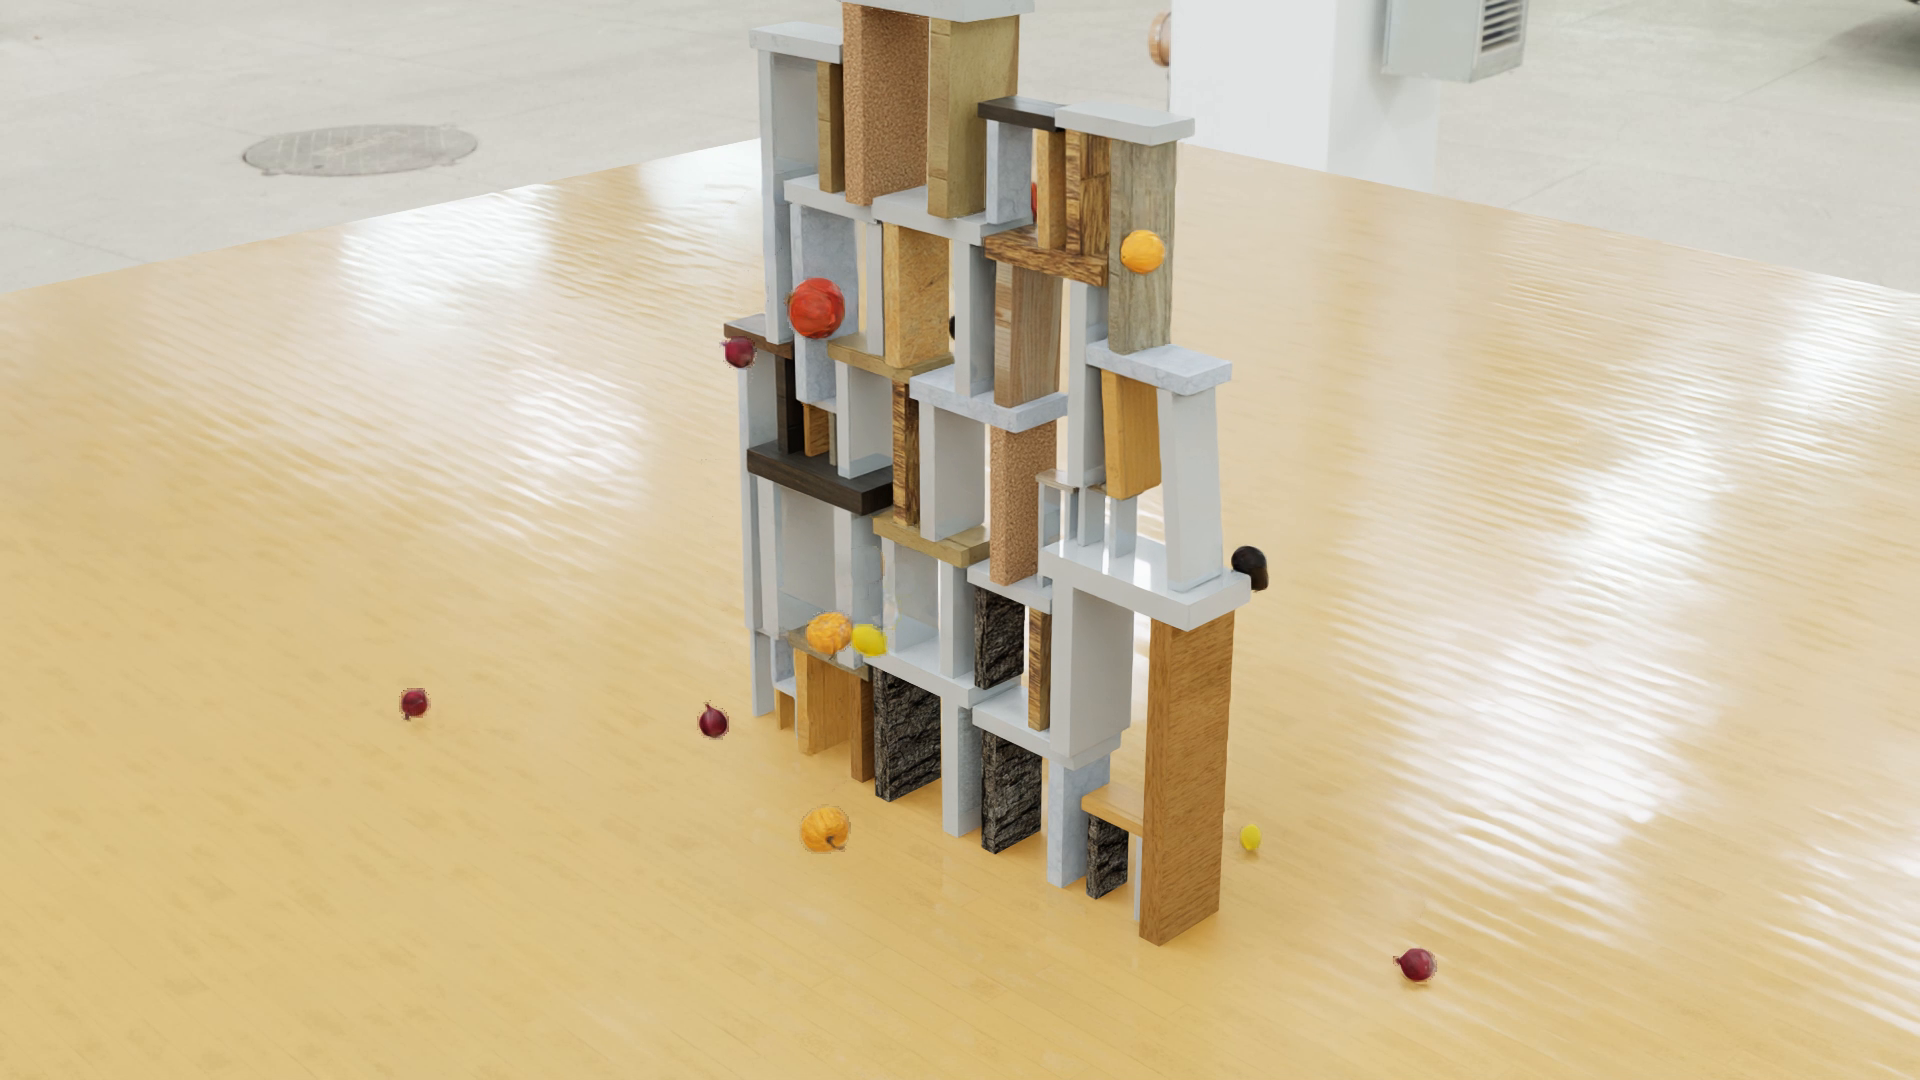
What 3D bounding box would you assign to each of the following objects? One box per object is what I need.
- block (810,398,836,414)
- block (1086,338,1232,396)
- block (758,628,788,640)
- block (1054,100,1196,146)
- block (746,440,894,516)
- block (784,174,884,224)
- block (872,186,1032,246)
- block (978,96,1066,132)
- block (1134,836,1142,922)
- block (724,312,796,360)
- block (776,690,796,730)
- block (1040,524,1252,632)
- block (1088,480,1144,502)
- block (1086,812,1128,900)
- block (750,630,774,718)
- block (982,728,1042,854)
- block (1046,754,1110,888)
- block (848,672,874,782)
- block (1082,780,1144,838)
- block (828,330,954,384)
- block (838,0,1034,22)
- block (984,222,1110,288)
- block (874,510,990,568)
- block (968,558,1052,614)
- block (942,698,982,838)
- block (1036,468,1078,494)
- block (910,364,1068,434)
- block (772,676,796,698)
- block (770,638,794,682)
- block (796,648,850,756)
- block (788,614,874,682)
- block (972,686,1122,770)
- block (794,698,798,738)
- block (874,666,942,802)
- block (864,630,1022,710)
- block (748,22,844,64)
[{"bbox_3d":[-0.263,-0.279,4.392,0.056,0.016,0.113,-20,30,-40],"label":"block"},{"bbox_3d":[0.335,-0.301,3.728,0.115,0.033,0.229,-20,31,-39],"label":"block"},{"bbox_3d":[-0.408,0.187,4.754,0.104,0.015,0.052,21,30,40],"label":"block"},{"bbox_3d":[0.272,-0.692,3.642,0.107,0.030,0.214,-20,30,-40],"label":"block"},{"bbox_3d":[-0.252,-0.140,4.434,0.344,0.049,0.172,21,31,40],"label":"block"},{"bbox_3d":[-0.200,-0.651,4.171,0.258,0.037,0.129,21,31,40],"label":"block"},{"bbox_3d":[-0.015,-0.590,3.987,0.273,0.039,0.136,21,31,40],"label":"block"},{"bbox_3d":[0.127,-0.732,3.773,0.181,0.026,0.090,20,30,40],"label":"block"},{"bbox_3d":[0.364,0.615,4.082,0.025,0.179,0.090,21,31,41],"label":"block"},{"bbox_3d":[-0.372,-0.413,4.451,0.206,0.029,0.103,21,31,40],"label":"block"},{"bbox_3d":[-0.378,0.361,4.788,0.048,0.095,0.014,-20,30,-40],"label":"block"},{"bbox_3d":[0.325,0.062,3.896,0.172,0.049,0.345,-21,31,-41],"label":"block"},{"bbox_3d":[0.267,-0.098,3.905,0.056,0.016,0.112,-20,30,-40],"label":"block"},{"bbox_3d":[0.280,0.582,4.160,0.025,0.179,0.090,21,31,41],"label":"block"},{"bbox_3d":[-0.433,0.283,4.821,0.052,0.213,0.015,-21,31,-41],"label":"block"},{"bbox_3d":[0.102,0.471,4.312,0.037,0.265,0.132,21,31,41],"label":"block"},{"bbox_3d":[0.227,0.520,4.197,0.132,0.265,0.037,-21,31,-41],"label":"block"},{"bbox_3d":[-0.172,0.371,4.574,0.035,0.244,0.122,21,31,41],"label":"block"},{"bbox_3d":[0.322,0.504,4.081,0.179,0.025,0.090,21,31,41],"label":"block"},{"bbox_3d":[-0.130,-0.354,4.222,0.119,0.034,0.238,-21,31,-40],"label":"block"},{"bbox_3d":[-0.052,-0.967,3.877,0.172,0.049,0.345,-20,30,-41],"label":"block"},{"bbox_3d":[0.186,-0.497,3.822,0.266,0.038,0.133,20,30,39],"label":"block"},{"bbox_3d":[-0.041,-0.013,4.259,0.242,0.034,0.121,21,31,41],"label":"block"},{"bbox_3d":[0.127,0.079,4.123,0.106,0.030,0.212,-21,31,-41],"label":"block"},{"bbox_3d":[0.033,0.429,4.370,0.042,0.297,0.148,21,31,41],"label":"block"},{"bbox_3d":[0.186,-0.107,3.979,0.092,0.013,0.046,21,31,40],"label":"block"},{"bbox_3d":[0.051,-0.265,4.056,0.275,0.039,0.137,21,31,40],"label":"block"},{"bbox_3d":[-0.355,0.319,4.746,0.048,0.014,0.095,-21,30,-41],"label":"block"},{"bbox_3d":[-0.384,0.252,4.755,0.052,0.104,0.015,-20,30,-40],"label":"block"},{"bbox_3d":[-0.290,0.327,4.677,0.035,0.244,0.122,21,31,40],"label":"block"},{"bbox_3d":[-0.230,0.221,4.572,0.244,0.035,0.122,21,31,40],"label":"block"},{"bbox_3d":[0.164,0.356,4.195,0.132,0.037,0.265,-21,31,-41],"label":"block"},{"bbox_3d":[-0.333,0.379,4.746,0.014,0.095,0.048,21,31,41],"label":"block"},{"bbox_3d":[-0.107,0.374,4.499,0.042,0.297,0.149,21,31,41],"label":"block"},{"bbox_3d":[-0.037,0.245,4.369,0.297,0.042,0.148,21,31,41],"label":"block"},{"bbox_3d":[-0.267,-0.932,4.115,0.245,0.035,0.122,20,30,39],"label":"block"}]
